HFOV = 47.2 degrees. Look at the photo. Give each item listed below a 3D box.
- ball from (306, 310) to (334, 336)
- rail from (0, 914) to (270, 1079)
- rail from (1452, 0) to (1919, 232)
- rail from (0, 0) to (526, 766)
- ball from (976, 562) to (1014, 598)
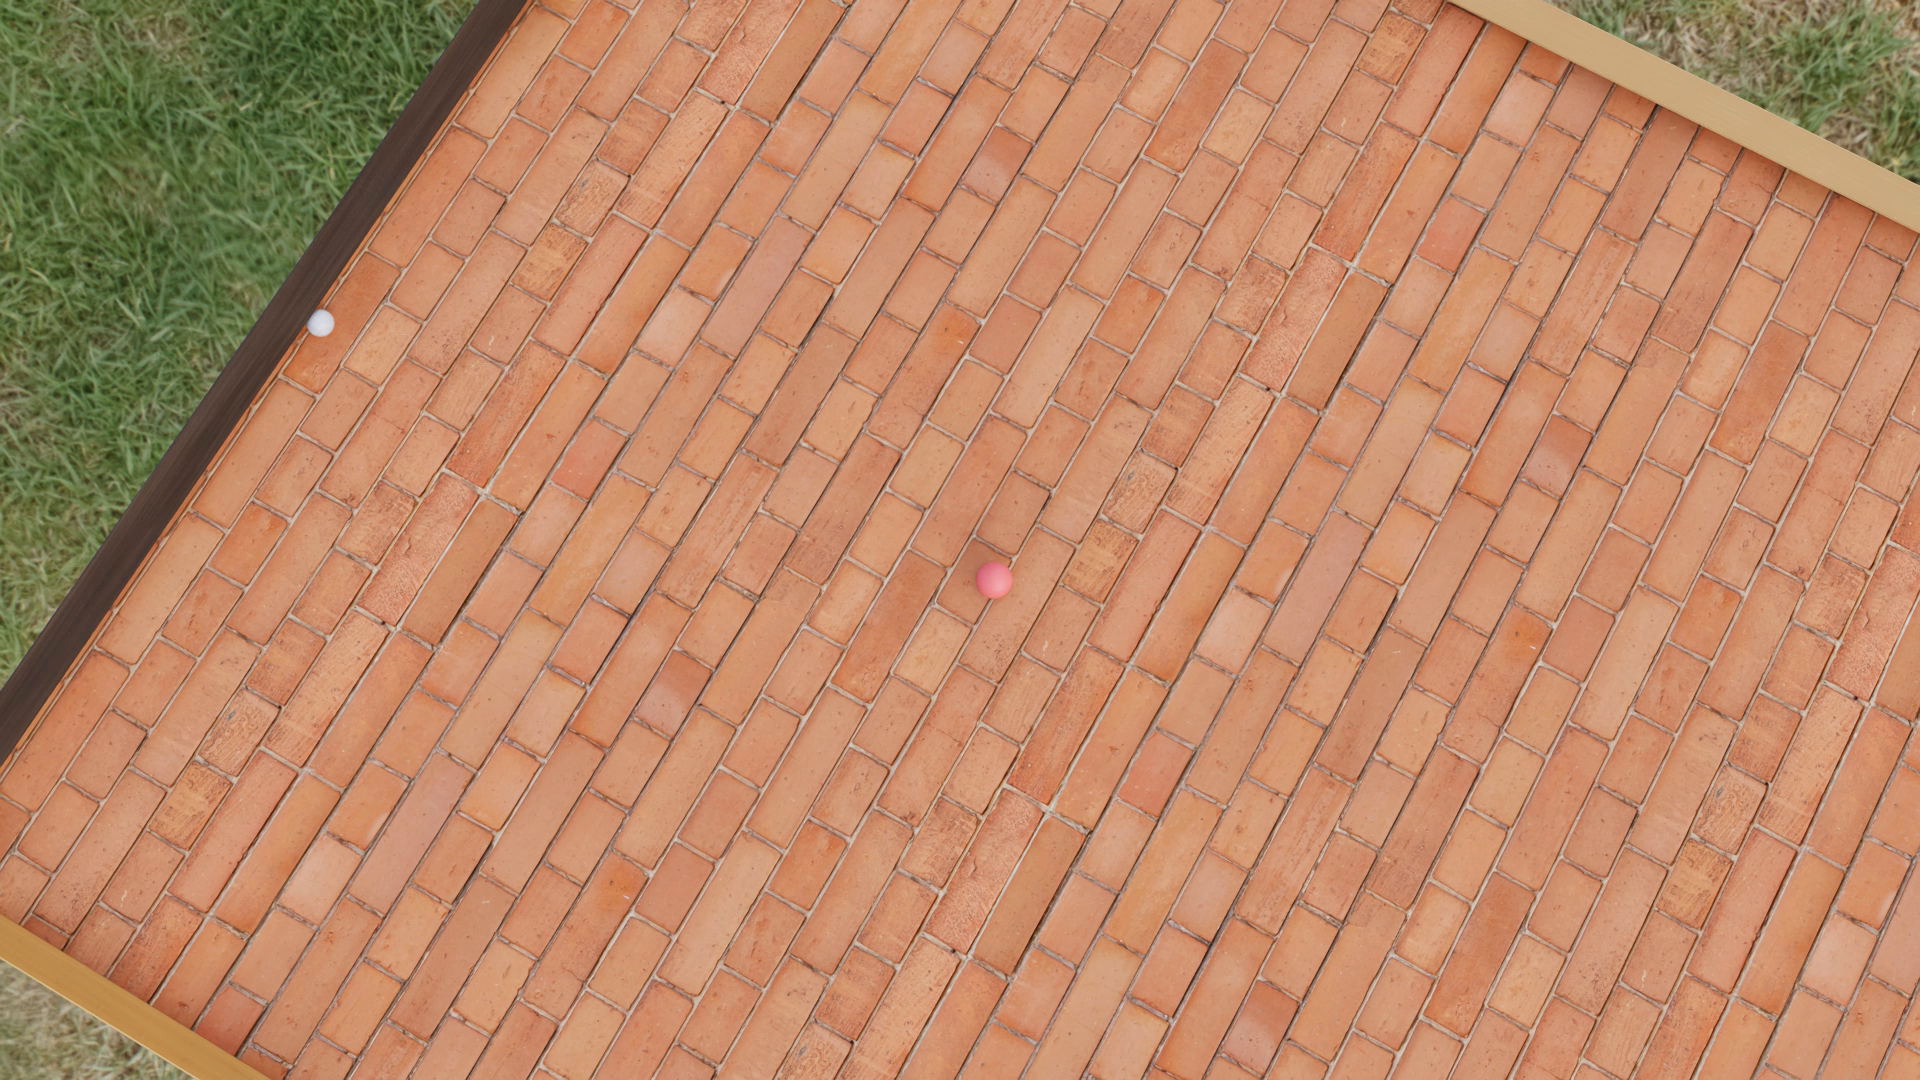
[{"bbox_3d":[-1.006,-0.341,3.458,0.044,0.044,0.044,0,75,0],"label":"ball"},{"bbox_3d":[0.368,1.531,2.923,4.422,0.092,0.045,29,77,7],"label":"rail"},{"bbox_3d":[1.555,-0.489,3.472,4.422,0.092,0.045,29,77,7],"label":"rail"},{"bbox_3d":[-0.941,-0.520,3.481,0.045,0.092,2.453,29,77,7],"label":"rail"},{"bbox_3d":[0.052,0.061,3.342,0.057,0.057,0.057,0,75,0],"label":"ball"}]
